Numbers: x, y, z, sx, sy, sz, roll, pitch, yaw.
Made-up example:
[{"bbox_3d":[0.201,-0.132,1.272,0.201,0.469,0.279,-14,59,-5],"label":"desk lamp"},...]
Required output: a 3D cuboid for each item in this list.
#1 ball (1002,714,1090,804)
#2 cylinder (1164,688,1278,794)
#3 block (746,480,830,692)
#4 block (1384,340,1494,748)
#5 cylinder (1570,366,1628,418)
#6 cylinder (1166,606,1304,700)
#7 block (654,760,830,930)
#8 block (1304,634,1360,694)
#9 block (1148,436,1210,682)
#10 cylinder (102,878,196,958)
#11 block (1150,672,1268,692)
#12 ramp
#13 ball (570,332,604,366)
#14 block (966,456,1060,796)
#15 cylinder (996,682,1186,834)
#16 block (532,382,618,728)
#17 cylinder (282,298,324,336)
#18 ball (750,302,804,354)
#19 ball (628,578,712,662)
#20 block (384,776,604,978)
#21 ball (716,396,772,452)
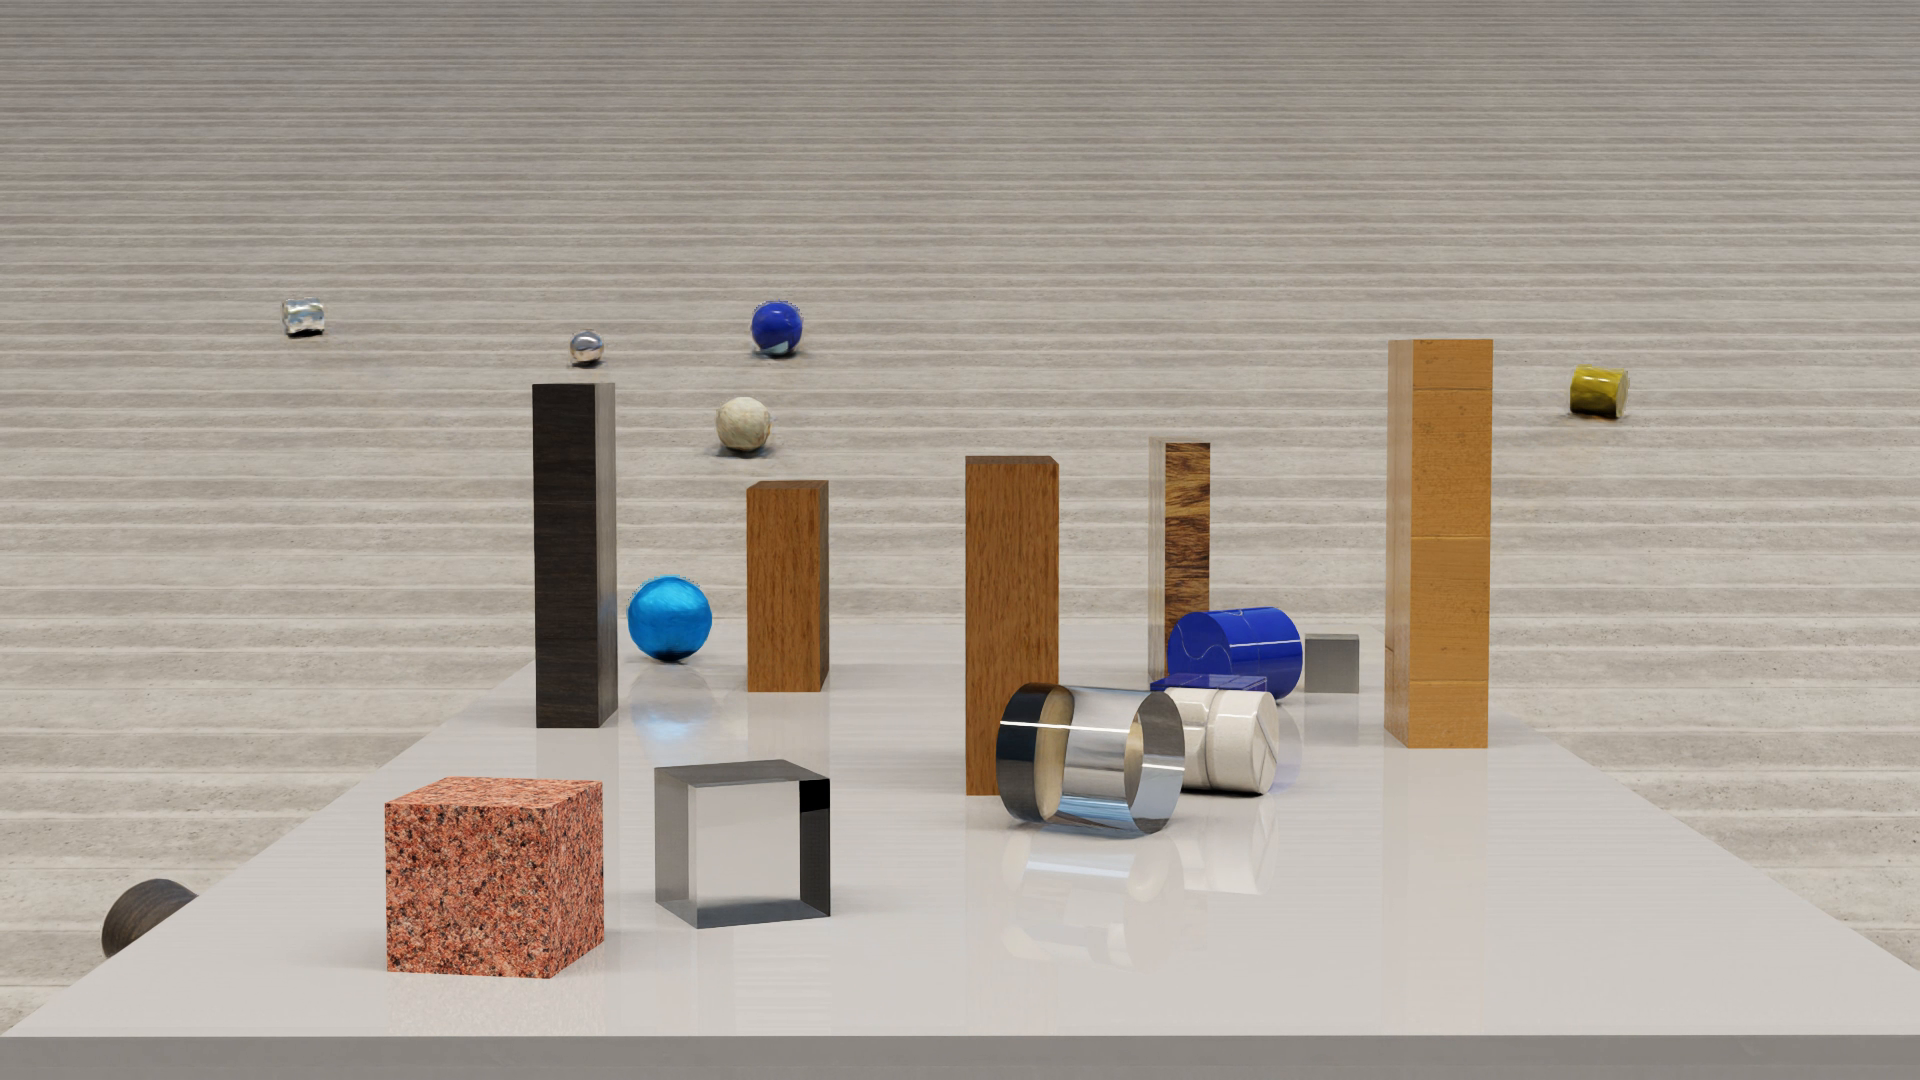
[{"bbox_3d":[0.131,0.331,3.880,0.134,0.134,0.134,0,19,0],"label":"ball"},{"bbox_3d":[0.400,0.311,3.993,0.158,0.158,0.158,2,18,22],"label":"cylinder"},{"bbox_3d":[-0.357,0.089,5.376,0.147,0.412,0.394,0,4,0],"label":"block"},{"bbox_3d":[0.842,0.000,4.532,0.136,0.705,0.254,0,4,0],"label":"block"},{"bbox_3d":[2.154,-0.498,8.658,0.156,0.156,0.156,10,21,25],"label":"cylinder"},{"bbox_3d":[0.535,0.228,5.000,0.187,0.187,0.187,-3,17,-37],"label":"cylinder"},{"bbox_3d":[-0.266,0.367,3.122,0.168,0.168,0.168,-2,4,-24],"label":"block"},{"bbox_3d":[0.757,0.251,5.225,0.109,0.109,0.109,0,4,8],"label":"block"},{"bbox_3d":[0.449,0.047,5.292,0.088,0.508,0.438,0,4,0],"label":"block"},{"bbox_3d":[-1.504,0.773,4.910,0.197,0.197,0.197,-17,26,-41],"label":"cylinder"},{"bbox_3d":[0.403,0.303,4.158,0.152,0.152,0.152,2,4,22],"label":"block"},{"bbox_3d":[0.045,0.403,4.539,2.000,0.100,4.000,0,4,0],"label":"ramp"},{"bbox_3d":[-1.349,-0.693,9.279,0.122,0.122,0.122,0,19,0],"label":"ball"},{"bbox_3d":[0.080,0.126,4.119,0.142,0.510,0.372,0,4,0],"label":"block"},{"bbox_3d":[0.188,0.311,3.679,0.202,0.202,0.202,2,18,30],"label":"cylinder"},{"bbox_3d":[-0.717,0.021,4.797,0.114,0.627,0.275,0,4,0],"label":"block"},{"bbox_3d":[-2.484,-0.842,9.699,0.127,0.127,0.127,-11,22,-27],"label":"cylinder"},{"bbox_3d":[-0.671,-0.776,9.413,0.193,0.193,0.193,0,19,0],"label":"ball"},{"bbox_3d":[-0.649,0.177,5.735,0.188,0.188,0.188,0,19,0],"label":"ball"},{"bbox_3d":[-0.519,0.374,2.876,0.186,0.186,0.186,1,4,10],"label":"block"},{"bbox_3d":[-0.697,-0.372,8.259,0.179,0.179,0.179,0,19,0],"label":"ball"}]
